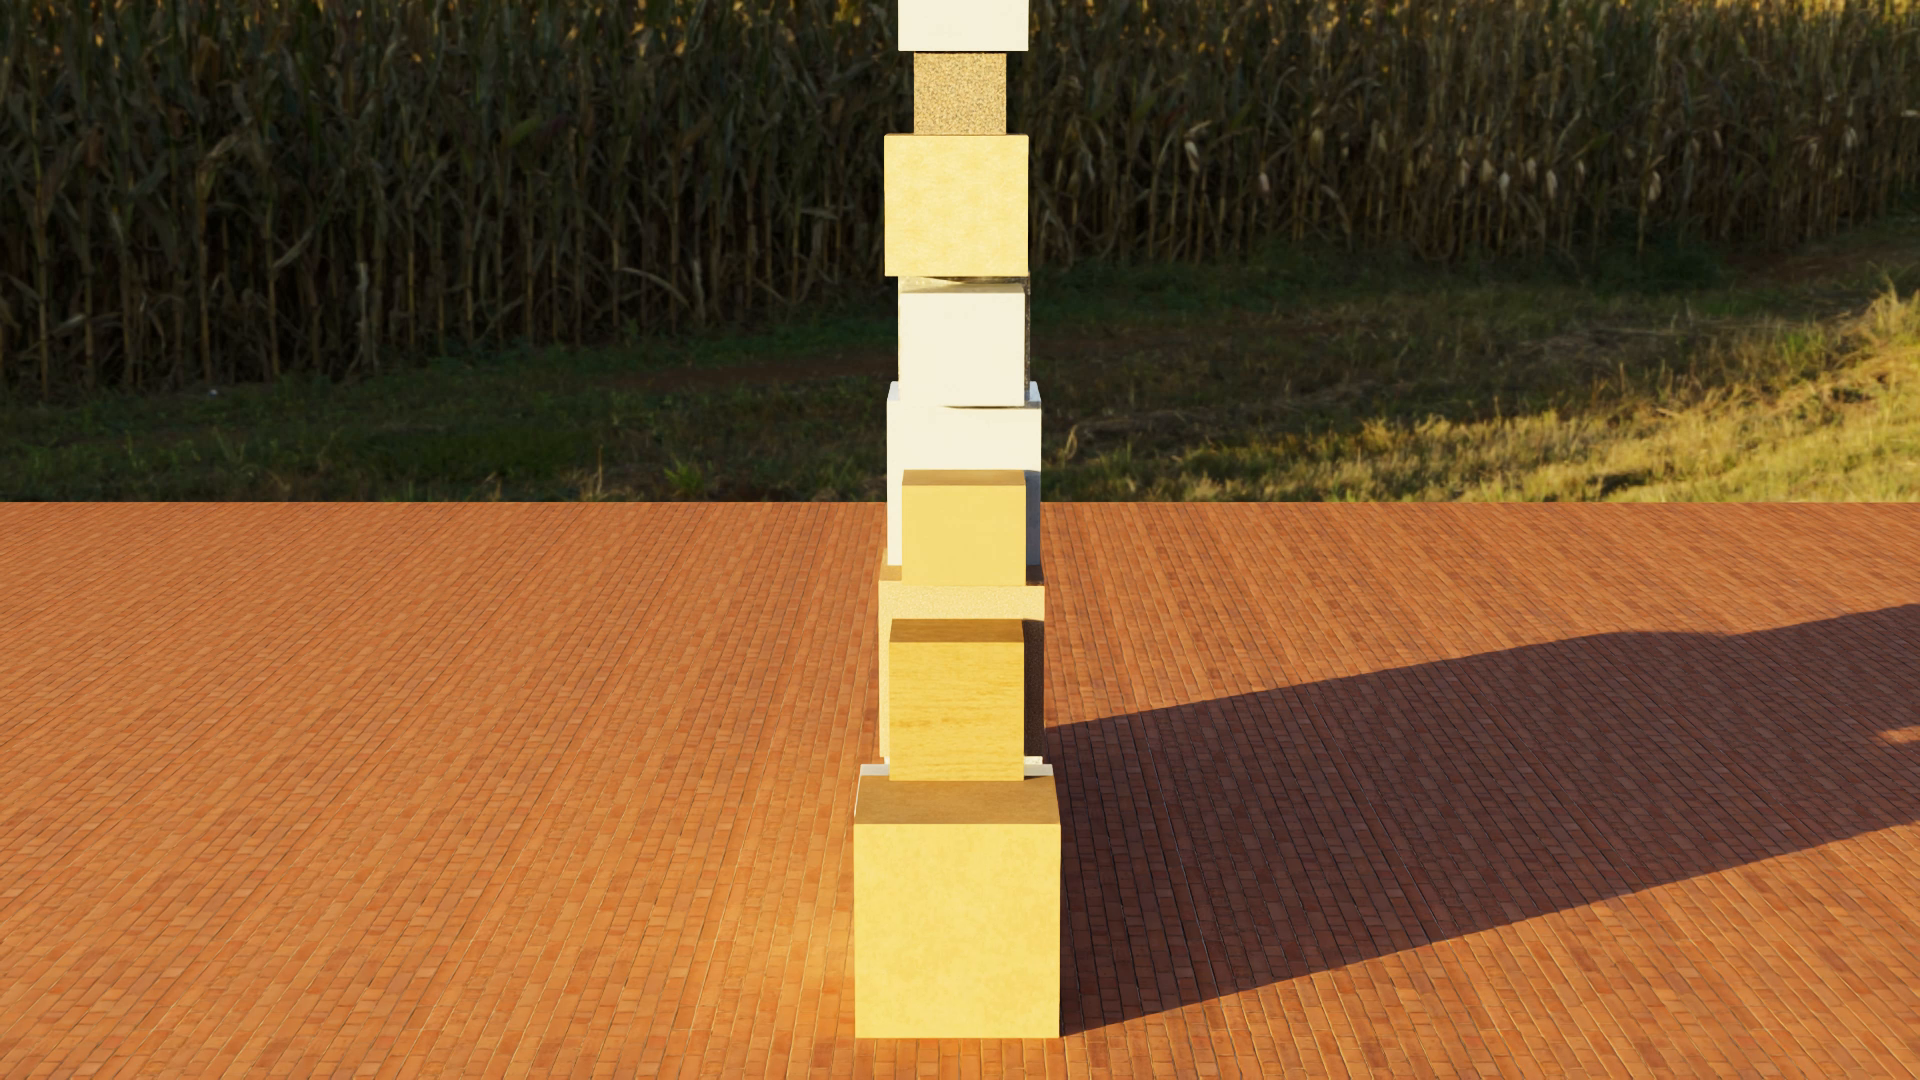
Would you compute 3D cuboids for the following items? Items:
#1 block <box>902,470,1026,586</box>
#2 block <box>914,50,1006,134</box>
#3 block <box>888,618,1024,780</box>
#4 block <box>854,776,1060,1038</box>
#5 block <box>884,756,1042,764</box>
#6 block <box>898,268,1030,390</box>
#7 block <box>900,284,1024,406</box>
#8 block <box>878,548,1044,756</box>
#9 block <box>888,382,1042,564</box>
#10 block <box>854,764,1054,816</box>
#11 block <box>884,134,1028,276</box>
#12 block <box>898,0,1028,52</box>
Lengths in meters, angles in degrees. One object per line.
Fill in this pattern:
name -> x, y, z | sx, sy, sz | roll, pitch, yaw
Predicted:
block -> 0.014, -0.054, 10.323 | 0.488, 0.401, 0.421 | 0, 10, 0
block -> 0.000, -1.891, 10.846 | 0.380, 0.343, 0.432 | 0, 10, 0
block -> -0.013, 0.621, 10.086 | 0.516, 0.542, 0.473 | 0, 9, 0
block -> -0.010, 1.376, 9.717 | 0.751, 0.817, 0.660 | 0, 10, 0
block -> 0.014, 1.141, 11.107 | 0.655, 0.781, 0.759 | 0, 10, 0
block -> 0.018, -0.928, 11.073 | 0.553, 0.497, 0.575 | 0, 10, 0
block -> 0.010, -0.807, 10.523 | 0.494, 0.450, 0.530 | 0, 10, 0
block -> 0.006, 0.457, 10.659 | 0.663, 0.725, 0.703 | 0, 10, 0
block -> 0.017, -0.293, 10.858 | 0.628, 0.679, 0.693 | 0, 10, 0
block -> -0.014, 1.325, 10.399 | 0.794, 0.672, 0.680 | 0, 10, 0
block -> -0.015, -1.406, 10.719 | 0.584, 0.568, 0.497 | 0, 10, 0
block -> 0.014, -2.317, 10.771 | 0.531, 0.522, 0.543 | 0, 10, 0
